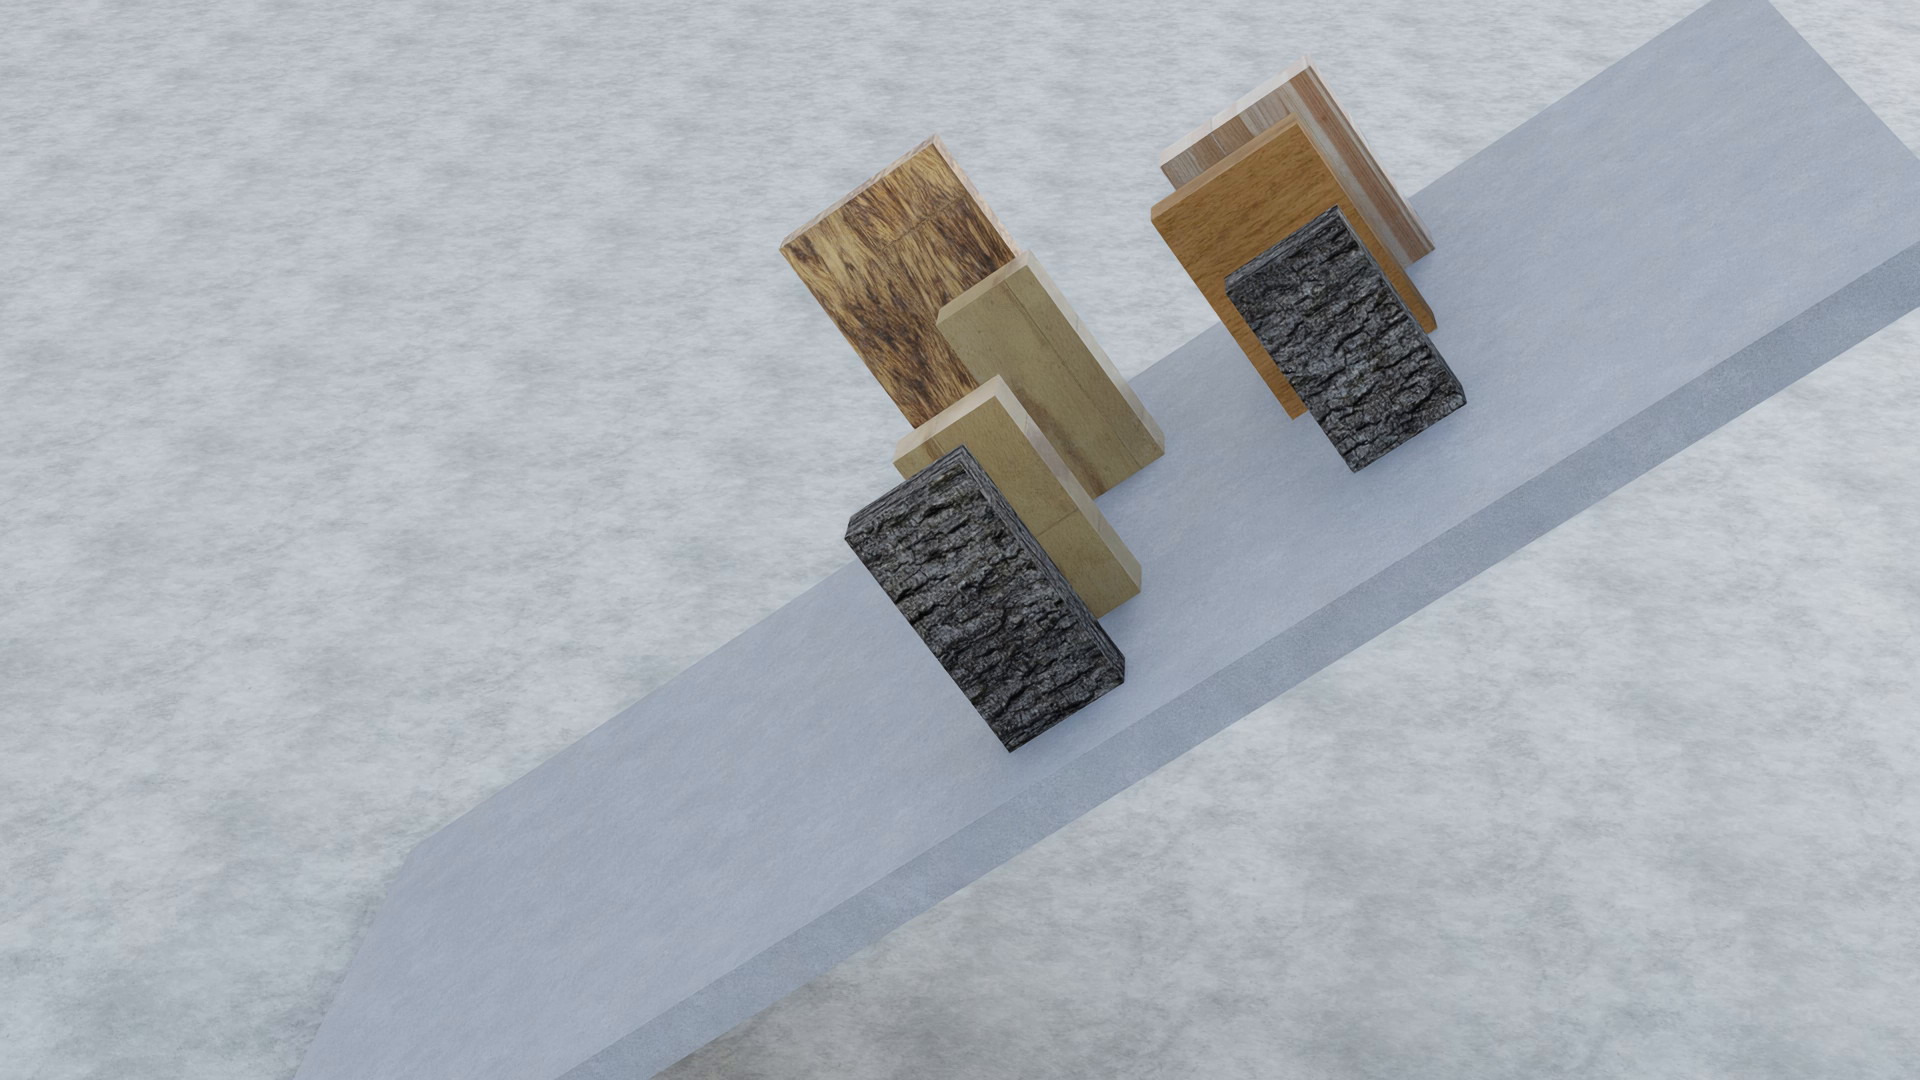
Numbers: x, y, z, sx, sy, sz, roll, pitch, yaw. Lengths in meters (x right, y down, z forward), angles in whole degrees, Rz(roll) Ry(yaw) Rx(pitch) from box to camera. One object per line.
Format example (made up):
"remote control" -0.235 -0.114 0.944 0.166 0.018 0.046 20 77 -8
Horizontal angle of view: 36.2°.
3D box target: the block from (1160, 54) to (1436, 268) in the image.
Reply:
"block" 0.746 -0.753 6.521 0.393 0.498 0.129 -33 16 15

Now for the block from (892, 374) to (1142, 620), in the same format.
"block" 0.118 -0.048 5.861 0.247 0.499 0.132 -33 16 15

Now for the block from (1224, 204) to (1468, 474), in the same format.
"block" 0.732 -0.379 5.582 0.254 0.438 0.103 -33 16 15

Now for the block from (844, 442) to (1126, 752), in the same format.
"block" 0.050 0.111 5.497 0.262 0.526 0.114 -33 16 15

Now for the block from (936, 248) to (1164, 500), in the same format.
"block" 0.203 -0.351 6.499 0.243 0.527 0.126 -33 16 15

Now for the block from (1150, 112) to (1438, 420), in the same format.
"block" 0.687 -0.561 6.054 0.355 0.521 0.106 -33 16 15

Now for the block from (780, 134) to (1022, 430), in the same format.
"block" -0.010 -0.510 6.946 0.445 0.784 0.099 -33 16 15

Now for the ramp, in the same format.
"ramp" 0.134 0.175 6.310 4.000 0.100 2.000 -33 16 15
